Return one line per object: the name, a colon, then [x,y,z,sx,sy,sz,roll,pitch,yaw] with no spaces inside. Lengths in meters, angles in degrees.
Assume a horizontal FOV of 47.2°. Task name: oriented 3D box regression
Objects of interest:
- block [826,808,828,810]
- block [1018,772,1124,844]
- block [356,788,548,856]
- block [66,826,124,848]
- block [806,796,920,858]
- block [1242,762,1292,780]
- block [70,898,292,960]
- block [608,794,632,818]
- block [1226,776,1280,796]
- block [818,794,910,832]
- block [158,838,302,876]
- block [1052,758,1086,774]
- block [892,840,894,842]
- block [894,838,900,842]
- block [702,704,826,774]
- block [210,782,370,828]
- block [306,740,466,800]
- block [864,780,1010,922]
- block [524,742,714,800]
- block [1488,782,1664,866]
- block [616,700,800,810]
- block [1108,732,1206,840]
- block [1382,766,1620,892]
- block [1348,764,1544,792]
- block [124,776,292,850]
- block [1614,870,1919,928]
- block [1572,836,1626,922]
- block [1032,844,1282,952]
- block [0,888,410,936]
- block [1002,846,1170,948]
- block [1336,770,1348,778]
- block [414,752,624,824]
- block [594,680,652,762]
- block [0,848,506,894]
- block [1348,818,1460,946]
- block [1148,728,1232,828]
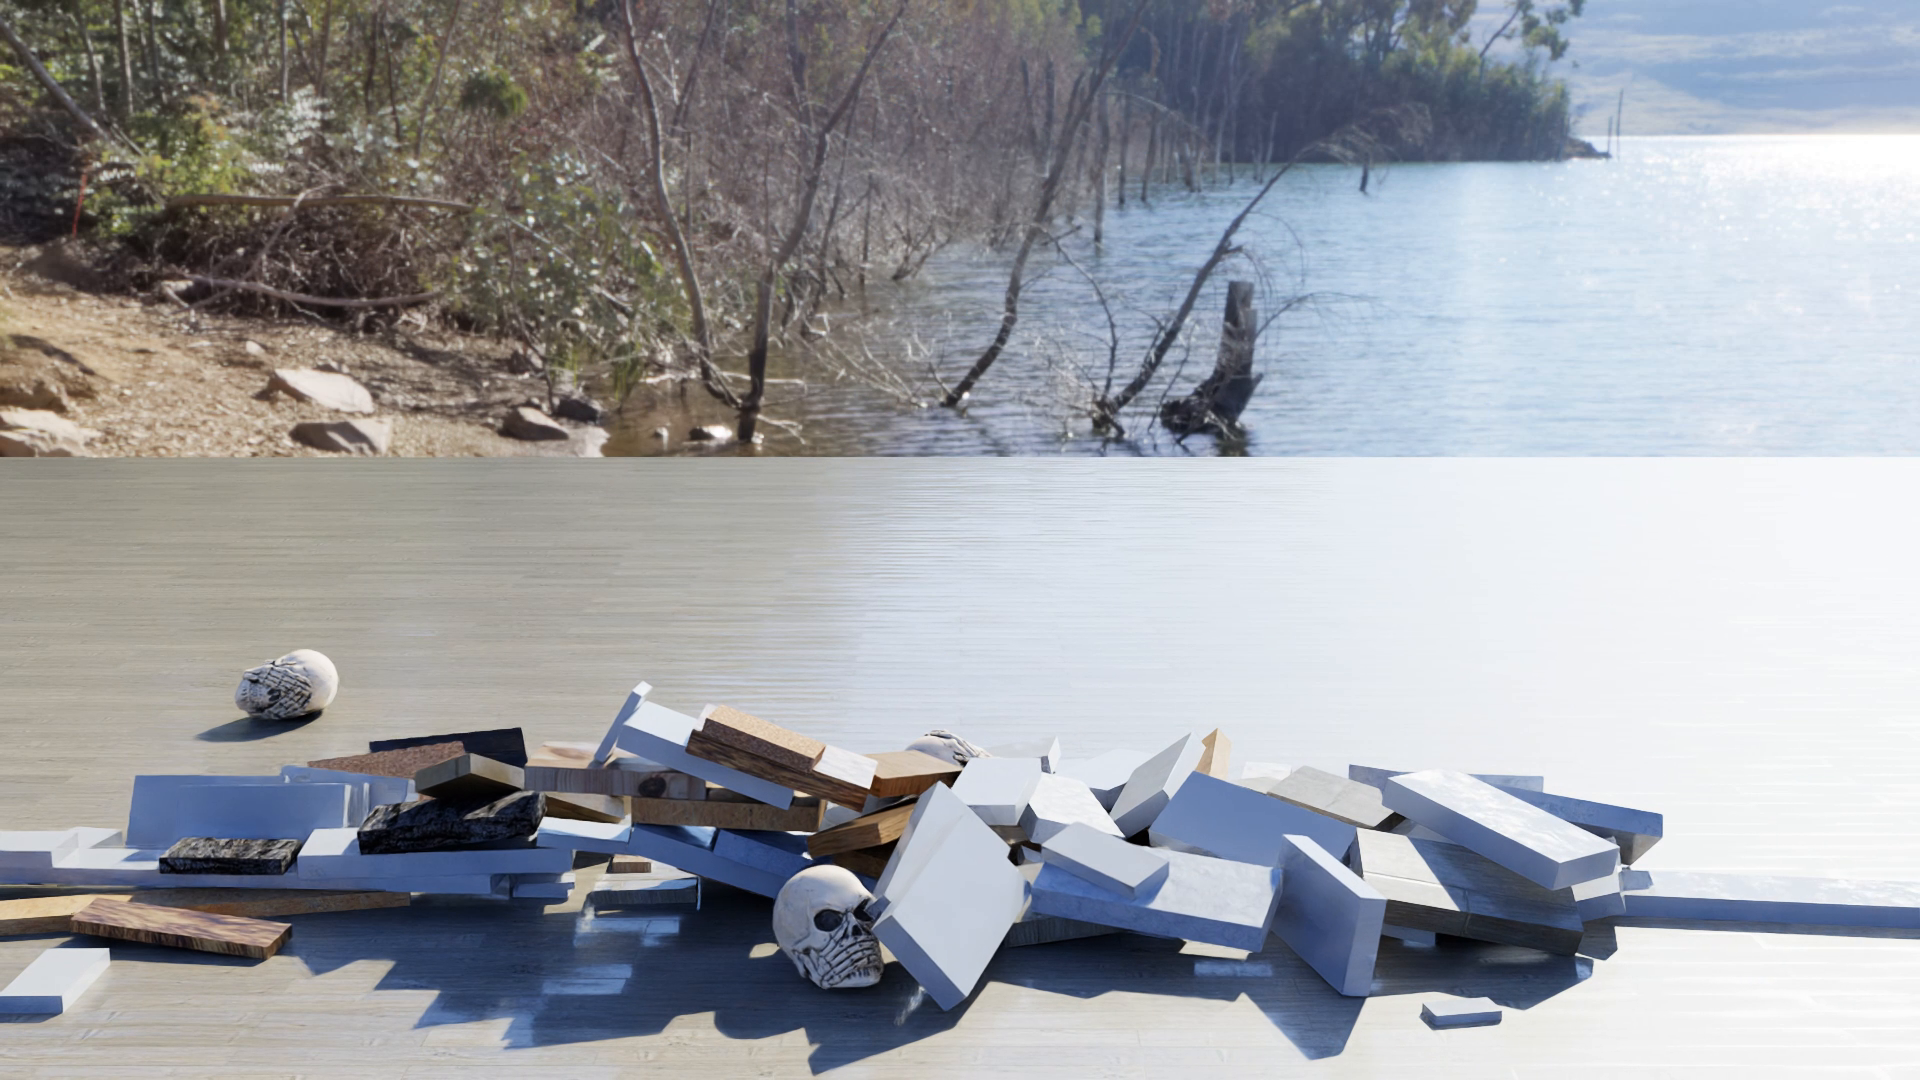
block: [-0.332,0.501,3.862,0.184,0.026,0.092,-25,-3,29]
block: [0.171,0.471,3.831,0.155,0.044,0.310,14,8,-12]
block: [-0.837,0.464,3.636,0.283,0.040,0.141,-6,11,-1]
block: [-1.559,0.544,3.843,0.093,0.026,0.186,2,11,13]
block: [-0.104,0.465,3.655,0.119,0.034,0.544,-13,-4,15]
block: [0.591,0.469,4.252,0.090,0.026,0.181,2,11,12]
block: [-1.219,0.607,3.442,0.337,0.022,0.076,5,18,11]
block: [-0.624,0.476,3.974,0.076,0.022,0.152,5,-27,-31]
block: [0.619,0.473,3.856,0.290,0.041,0.145,13,7,40]
block: [-0.203,0.478,3.868,0.238,0.034,0.119,-24,-3,16]
block: [-1.207,0.524,3.643,0.202,0.029,0.101,0,11,2]
block: [0.233,0.464,4.276,0.090,0.026,0.181,-4,11,-19]
block: [-0.007,0.517,3.868,0.267,0.038,0.134,-14,16,-30]
block: [-0.056,0.510,3.806,0.104,0.015,0.052,-12,15,-23]
block: [-0.312,0.316,3.506,0.184,0.026,0.092,20,12,5]
block: [-1.169,0.491,3.827,0.265,0.133,0.038,0,-13,-2]
block: [-1.043,0.457,4.044,0.284,0.040,0.142,-6,52,-27]
block: [-0.031,0.523,3.400,0.046,0.162,0.323,-41,9,28]
block: [-0.554,0.379,3.627,0.296,0.042,0.148,3,10,2]
block: [1.023,0.486,3.747,0.301,0.043,0.150,10,-27,-1]
block: [-0.399,0.350,3.588,0.296,0.042,0.148,20,12,3]
block: [0.348,0.443,3.934,0.140,0.040,0.281,-36,3,23]
block: [0.868,0.461,3.546,0.169,0.048,0.338,-4,20,-42]
block: [0.845,0.422,3.828,0.301,0.043,0.150,4,-2,-23]
block: [-1.323,0.484,3.876,0.266,0.133,0.038,0,-21,0]
block: [1.555,0.591,3.564,1.006,0.036,0.126,1,11,7]
block: [1.017,0.560,3.601,0.126,0.036,0.253,-16,8,18]
block: [0.309,0.548,3.438,0.362,0.046,0.162,7,27,18]
block: [-1.443,0.601,3.538,1.084,0.026,0.093,-2,11,-12]
block: [0.204,0.568,3.509,0.310,0.044,0.155,-6,25,-10]
block: [0.851,0.473,3.959,0.348,0.031,0.108,14,15,33]
block: [-0.754,0.442,3.792,0.125,0.035,0.387,-20,-27,27]
block: [-0.553,0.298,3.606,0.019,0.132,0.066,32,12,0]
block: [-1.197,0.549,3.664,0.869,0.029,0.101,1,11,4]
block: [0.737,0.533,3.584,0.169,0.048,0.338,8,27,25]
block: [0.417,0.441,3.965,0.140,0.040,0.361,-41,2,13]
